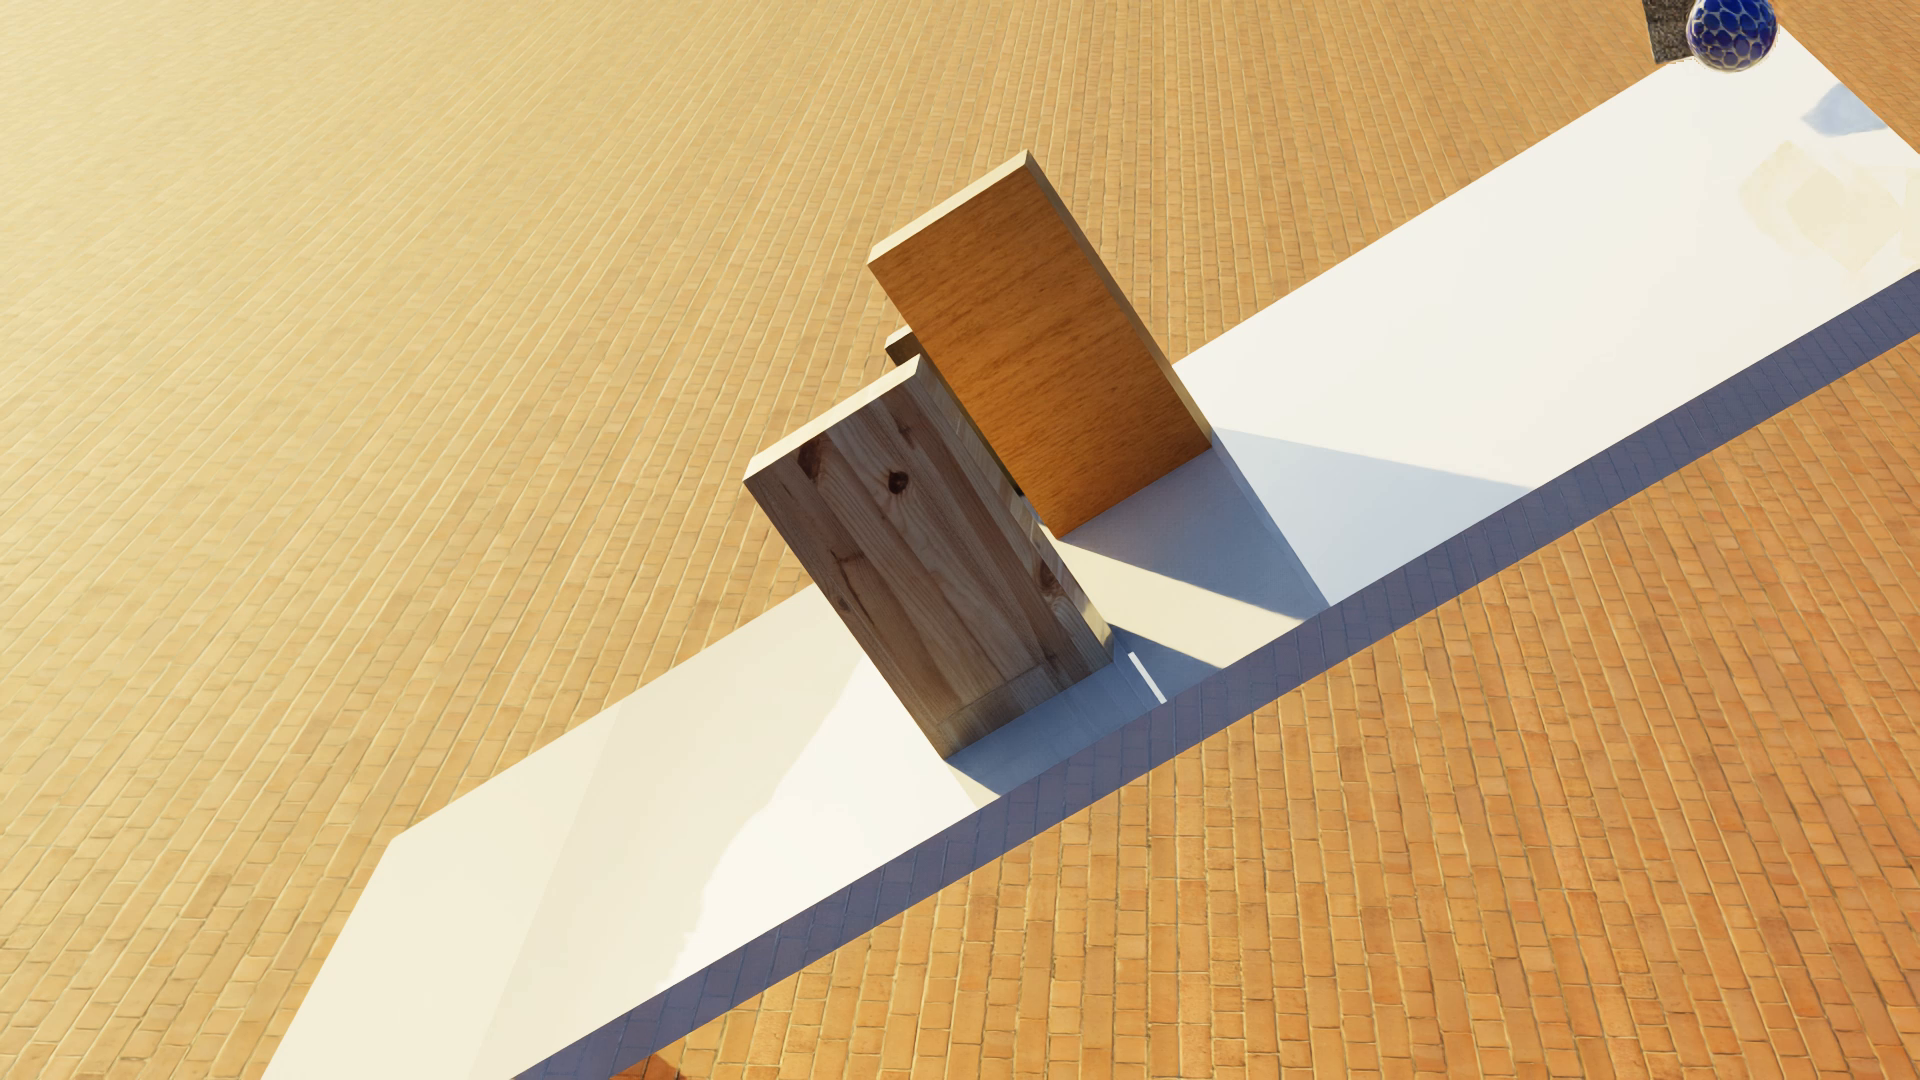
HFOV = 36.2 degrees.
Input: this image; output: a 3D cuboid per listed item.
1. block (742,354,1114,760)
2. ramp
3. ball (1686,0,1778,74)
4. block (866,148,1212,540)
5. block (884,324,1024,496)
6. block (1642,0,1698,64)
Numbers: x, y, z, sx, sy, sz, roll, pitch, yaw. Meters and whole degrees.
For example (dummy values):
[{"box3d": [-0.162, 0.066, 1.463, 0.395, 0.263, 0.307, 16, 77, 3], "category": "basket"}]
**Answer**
[{"box3d": [-0.054, 0.038, 5.615, 0.391, 0.679, 0.131, -31, 16, 14], "category": "block"}, {"box3d": [0.139, 0.171, 6.297, 4.000, 0.100, 2.000, -31, 16, 14], "category": "ramp"}, {"box3d": [1.467, -0.972, 5.592, 0.167, 0.167, 0.167, 0, 20, 0], "category": "ball"}, {"box3d": [0.178, -0.421, 6.394, 0.403, 0.743, 0.147, -31, 16, 14], "category": "block"}, {"box3d": [0.122, -0.371, 6.881, 0.393, 0.475, 0.093, -31, 16, 14], "category": "block"}, {"box3d": [1.512, -1.096, 6.132, 0.159, 0.159, 0.159, -12, 14, 15], "category": "block"}]
